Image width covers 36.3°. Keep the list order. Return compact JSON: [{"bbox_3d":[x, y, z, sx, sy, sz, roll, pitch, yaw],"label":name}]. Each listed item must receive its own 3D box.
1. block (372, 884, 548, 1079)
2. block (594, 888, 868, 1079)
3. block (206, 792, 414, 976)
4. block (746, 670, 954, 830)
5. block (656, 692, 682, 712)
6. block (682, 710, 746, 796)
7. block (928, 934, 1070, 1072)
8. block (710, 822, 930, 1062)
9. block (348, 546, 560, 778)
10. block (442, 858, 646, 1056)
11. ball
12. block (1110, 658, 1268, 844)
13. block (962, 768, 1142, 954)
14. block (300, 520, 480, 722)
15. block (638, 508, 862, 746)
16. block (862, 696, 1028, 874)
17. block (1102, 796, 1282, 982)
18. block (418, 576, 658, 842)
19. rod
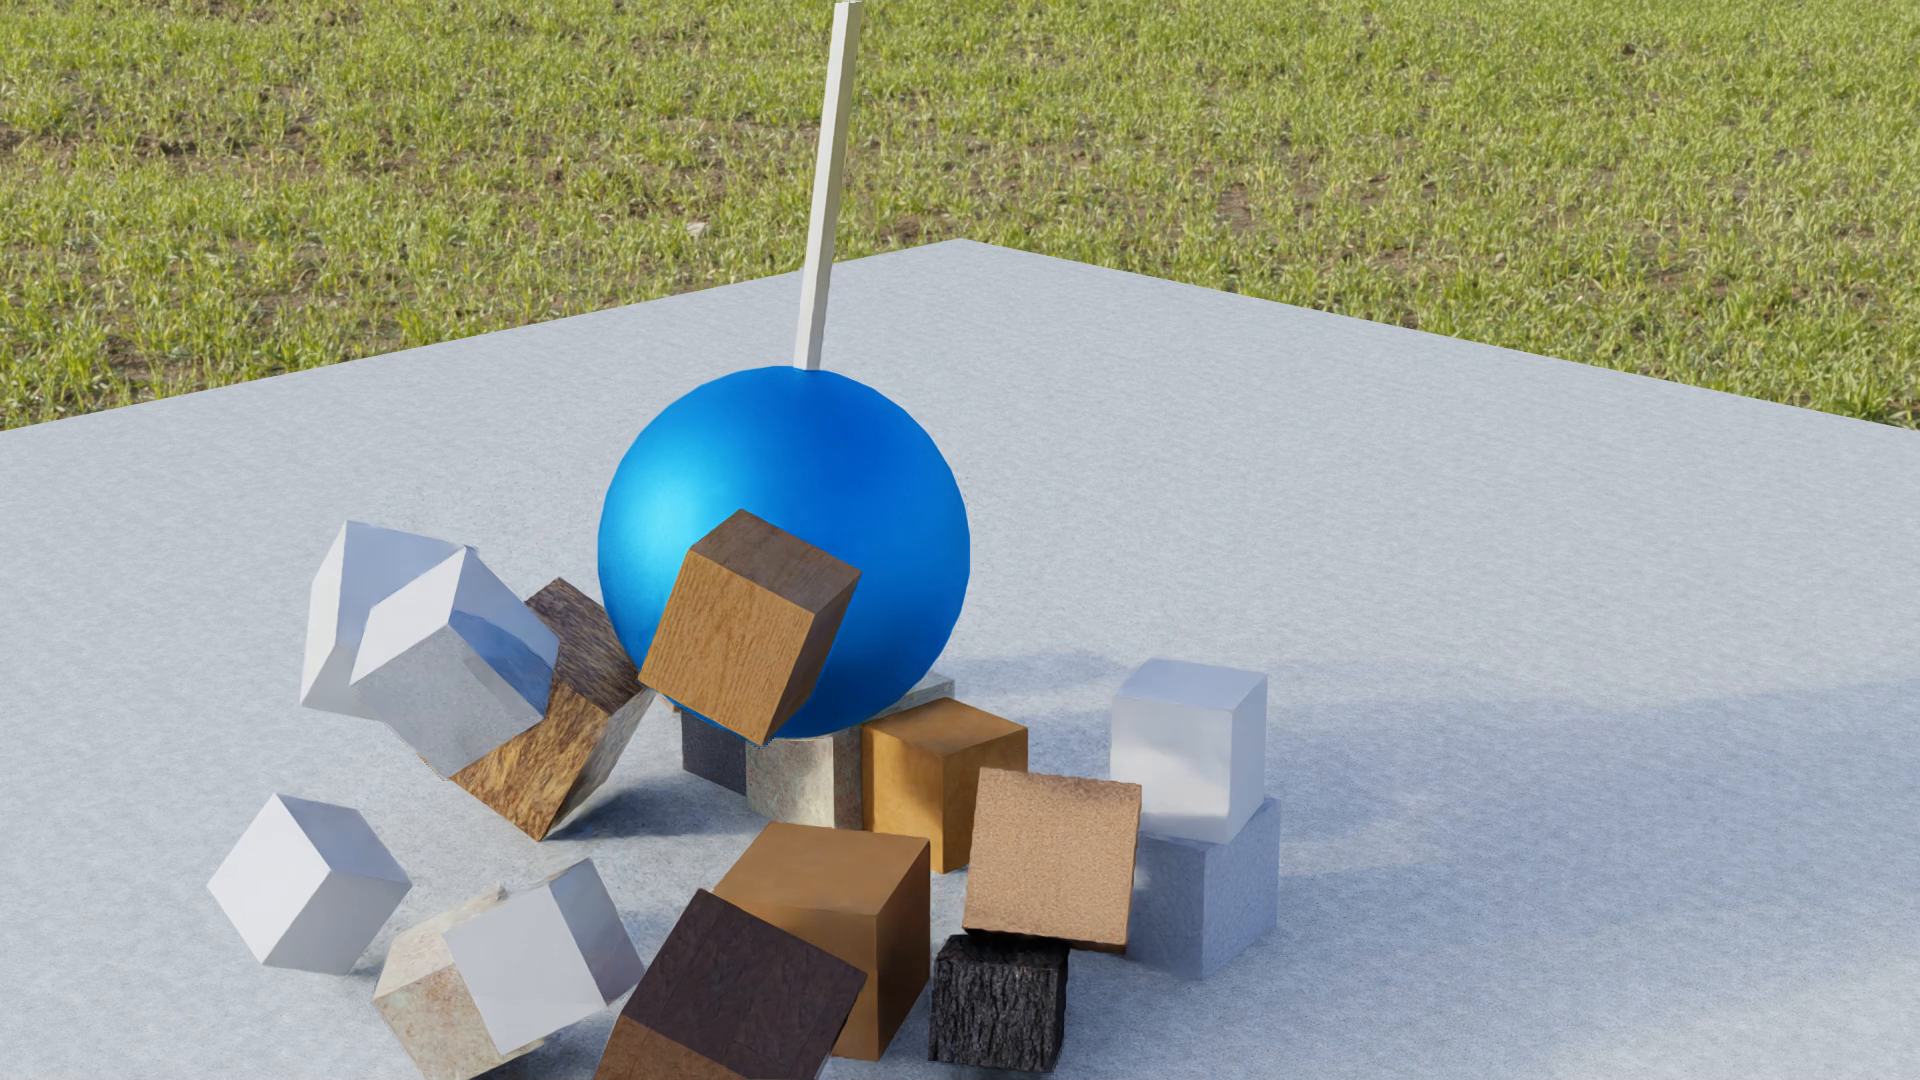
[{"bbox_3d":[-1.937,1.769,11.568,0.495,0.475,0.510,-26,20,10],"label":"block"},{"bbox_3d":[-0.867,1.862,10.716,0.704,0.635,0.733,27,36,3],"label":"block"},{"bbox_3d":[-2.734,1.452,12.341,0.497,0.513,0.491,45,13,33],"label":"block"},{"bbox_3d":[-0.529,0.983,14.125,0.761,0.654,0.659,-15,23,-40],"label":"block"},{"bbox_3d":[-1.292,0.549,15.595,0.640,0.552,0.528,-6,13,-19],"label":"block"},{"bbox_3d":[-0.939,0.832,14.601,0.663,0.656,0.608,-16,24,-41],"label":"block"},{"bbox_3d":[0.159,1.832,11.632,0.481,0.403,0.500,4,4,7],"label":"block"},{"bbox_3d":[-0.566,1.638,12.068,0.703,0.638,0.795,5,18,14],"label":"block"},{"bbox_3d":[-2.148,0.523,12.511,0.550,0.610,0.565,-31,29,19],"label":"block"},{"bbox_3d":[-1.570,1.574,11.124,0.469,0.507,0.483,-26,0,13],"label":"block"},{"bbox_3d":[-0.752,0.055,12.570,1.600,1.600,1.600,0,17,0],"label":"ball"},{"bbox_3d":[0.978,0.894,12.519,0.527,0.597,0.507,7,19,22],"label":"block"},{"bbox_3d":[0.382,1.310,11.905,0.646,0.639,0.563,6,-12,5],"label":"block"},{"bbox_3d":[-2.605,0.396,13.409,0.622,0.571,0.669,13,54,-22],"label":"block"},{"bbox_3d":[-0.815,0.333,11.423,0.551,0.605,0.539,27,24,8],"label":"block"},{"bbox_3d":[-0.073,1.142,13.741,0.539,0.581,0.560,-16,23,-41],"label":"block"},{"bbox_3d":[0.920,1.441,12.767,0.698,0.596,0.674,11,21,32],"label":"block"},{"bbox_3d":[-1.962,0.800,13.997,0.704,0.808,0.743,35,26,5],"label":"block"},{"bbox_3d":[-0.326,-3.265,11.974,0.080,5.200,0.080,17,14,42],"label":"rod"}]
